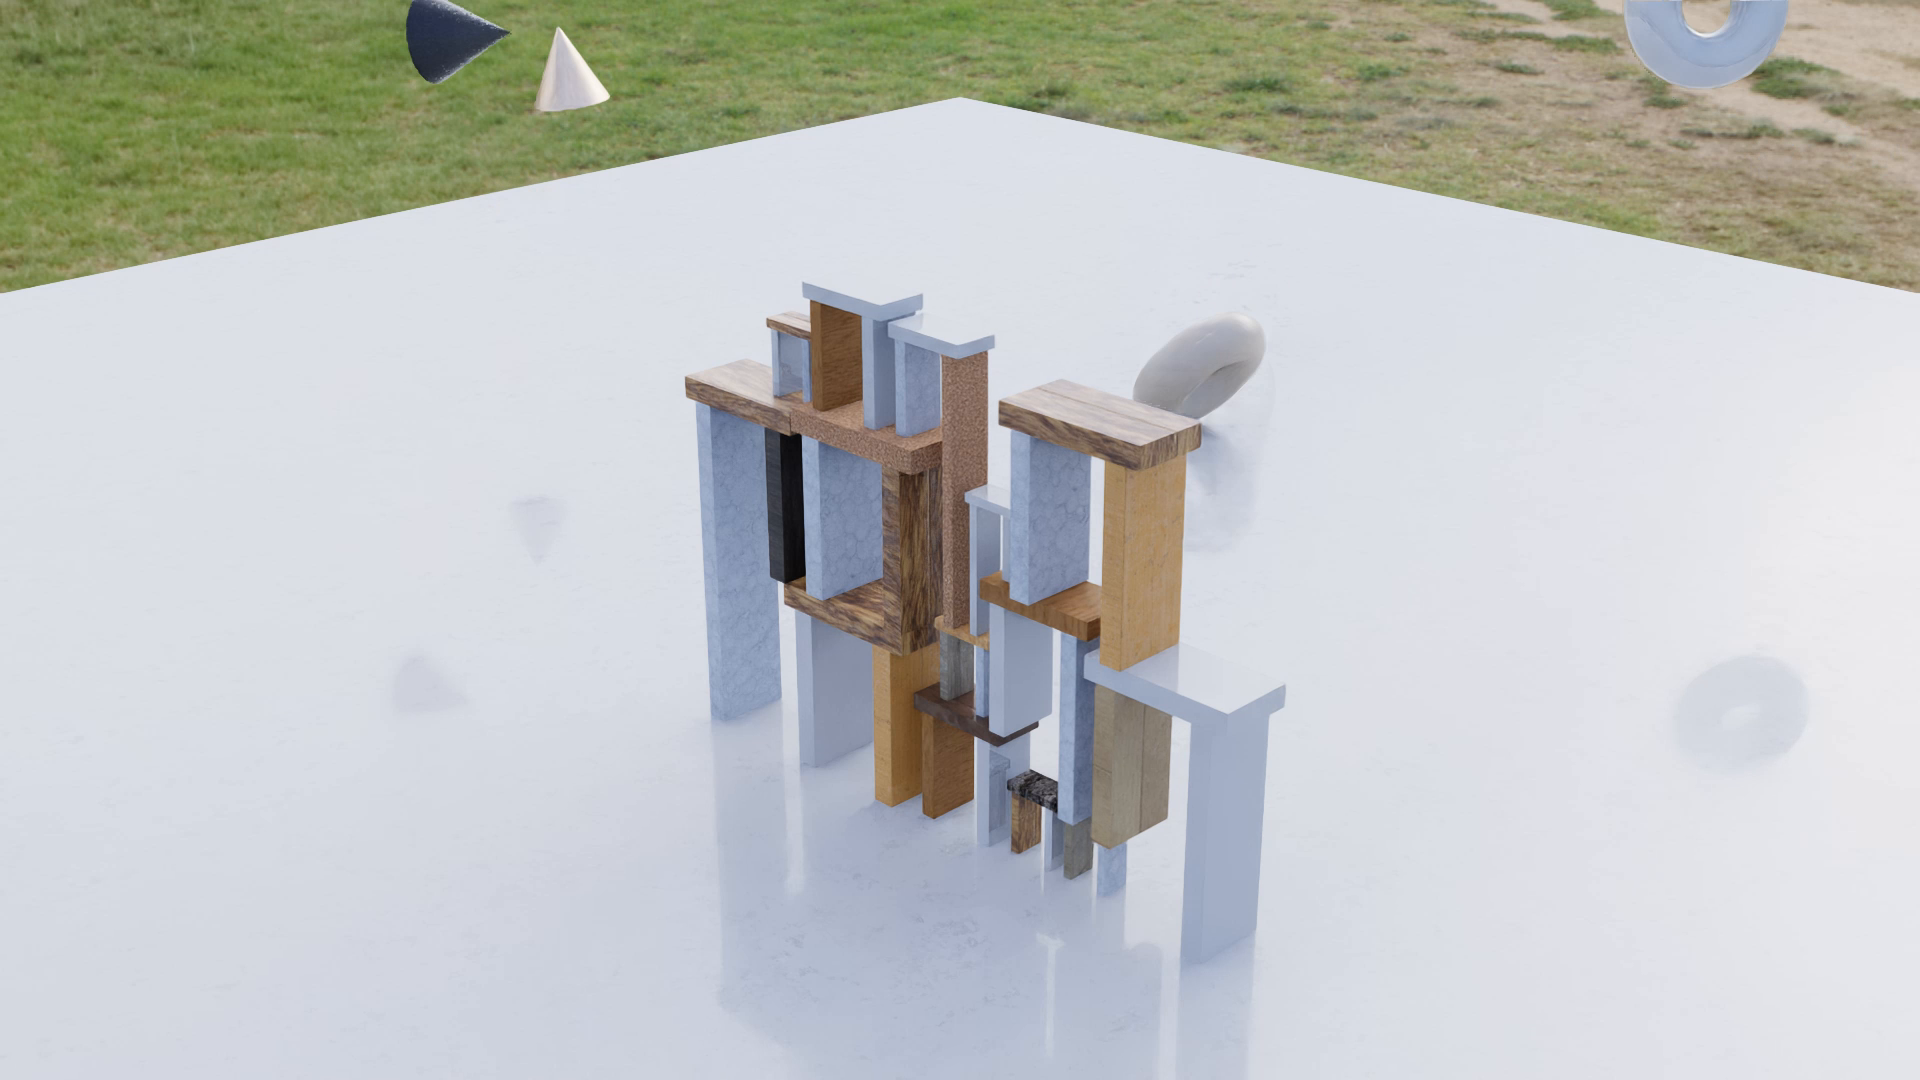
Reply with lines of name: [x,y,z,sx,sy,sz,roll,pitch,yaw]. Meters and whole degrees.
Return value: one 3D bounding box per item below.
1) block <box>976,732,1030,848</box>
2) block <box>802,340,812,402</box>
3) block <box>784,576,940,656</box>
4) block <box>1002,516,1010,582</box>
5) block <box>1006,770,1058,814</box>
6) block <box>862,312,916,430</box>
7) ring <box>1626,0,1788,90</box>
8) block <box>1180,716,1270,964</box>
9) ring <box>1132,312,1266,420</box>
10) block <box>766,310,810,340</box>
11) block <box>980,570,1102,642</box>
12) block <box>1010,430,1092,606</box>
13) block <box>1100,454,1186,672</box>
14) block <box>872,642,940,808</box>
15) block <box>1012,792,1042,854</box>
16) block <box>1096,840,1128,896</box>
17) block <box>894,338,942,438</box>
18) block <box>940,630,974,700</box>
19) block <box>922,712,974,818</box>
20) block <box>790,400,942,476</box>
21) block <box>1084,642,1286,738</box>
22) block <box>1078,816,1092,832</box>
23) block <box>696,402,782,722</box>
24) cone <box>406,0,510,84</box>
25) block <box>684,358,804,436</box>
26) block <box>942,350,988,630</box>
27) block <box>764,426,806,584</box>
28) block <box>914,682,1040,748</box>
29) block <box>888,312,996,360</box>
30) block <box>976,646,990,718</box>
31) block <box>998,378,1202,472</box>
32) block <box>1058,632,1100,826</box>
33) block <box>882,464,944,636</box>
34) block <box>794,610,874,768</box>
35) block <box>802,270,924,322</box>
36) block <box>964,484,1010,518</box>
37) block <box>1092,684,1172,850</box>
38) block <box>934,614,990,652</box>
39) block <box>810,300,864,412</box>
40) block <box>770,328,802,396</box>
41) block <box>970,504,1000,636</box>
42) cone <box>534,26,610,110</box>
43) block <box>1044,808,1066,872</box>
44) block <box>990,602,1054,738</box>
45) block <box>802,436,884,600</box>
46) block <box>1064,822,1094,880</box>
block: [0.086,0.478,4.336,0.033,0.232,0.116,21,31,41]
block: [-0.282,-0.341,4.389,0.020,0.139,0.070,21,31,41]
block: [-0.177,0.134,4.480,0.352,0.050,0.176,21,31,41]
block: [0.108,0.009,4.102,0.065,0.130,0.018,-22,31,-40]
block: [0.162,0.485,4.252,0.133,0.019,0.067,21,31,41]
block: [-0.135,-0.333,4.224,0.111,0.222,0.031,-21,31,-41]
ring: [1.901,-1.361,5.597,0.421,0.421,0.140,-2,12,-5]
block: [0.474,0.518,3.935,0.163,0.473,0.046,-21,31,-41]
ring: [0.699,-0.494,6.435,0.446,0.446,0.149,-19,66,-38]
block: [-0.315,-0.427,4.388,0.139,0.020,0.070,21,31,41]
block: [0.180,0.110,4.078,0.136,0.039,0.272,-22,31,-40]
block: [0.165,-0.062,4.010,0.165,0.330,0.047,-22,31,-40]
block: [0.322,0.026,3.877,0.047,0.387,0.165,21,31,40]
block: [-0.094,0.352,4.482,0.050,0.352,0.176,21,31,41]
block: [0.131,0.543,4.311,0.019,0.133,0.067,21,31,41]
block: [0.289,0.607,4.168,0.018,0.128,0.064,21,31,41]
block: [-0.079,-0.299,4.186,0.027,0.191,0.095,21,31,41]
block: [-0.006,0.236,4.335,0.074,0.149,0.021,-22,31,-40]
block: [-0.023,0.436,4.437,0.033,0.232,0.116,21,31,41]
block: [-0.153,-0.216,4.295,0.172,0.049,0.345,-21,31,-41]
block: [0.397,0.250,3.903,0.327,0.046,0.163,21,31,40]
block: [0.258,0.528,4.167,0.128,0.018,0.064,21,31,40]
block: [-0.474,0.032,4.747,0.047,0.733,0.166,21,31,41]
cone: [-1.282,-1.324,5.766,0.237,0.237,0.237,1,22,19]
block: [-0.396,-0.296,4.523,0.331,0.047,0.166,21,31,41]
block: [0.010,-0.097,4.171,0.095,0.551,0.027,-22,31,-40]
block: [-0.318,-0.092,4.525,0.166,0.331,0.047,-21,31,-41]
block: [0.031,0.335,4.335,0.116,0.033,0.232,-22,31,-40]
block: [-0.035,-0.382,4.101,0.095,0.027,0.191,-21,31,-39]
block: [0.064,0.264,4.271,0.021,0.149,0.074,22,31,41]
block: [0.244,-0.205,3.864,0.330,0.047,0.165,21,31,40]
block: [0.245,0.332,4.104,0.039,0.391,0.136,21,31,41]
block: [-0.071,-0.003,4.297,0.172,0.345,0.049,-21,31,-41]
block: [-0.260,0.287,4.634,0.050,0.352,0.176,21,31,41]
block: [-0.188,-0.470,4.223,0.111,0.031,0.222,-21,31,-40]
block: [0.078,-0.071,4.101,0.130,0.018,0.065,21,31,40]
block: [0.318,0.391,4.048,0.163,0.327,0.046,-21,31,-40]
block: [0.029,0.172,4.269,0.074,0.021,0.148,-22,31,-40]
block: [-0.240,-0.374,4.321,0.111,0.222,0.031,-21,31,-40]
block: [-0.347,-0.367,4.449,0.020,0.140,0.070,21,31,41]
block: [0.048,0.050,4.185,0.065,0.270,0.018,-21,31,-40]
cone: [-1.116,-1.346,6.209,0.217,0.217,0.217,-6,24,3]
block: [0.193,0.567,4.253,0.019,0.133,0.067,21,31,41]
block: [0.117,0.228,4.198,0.136,0.272,0.039,-22,31,-40]
block: [-0.234,-0.066,4.447,0.172,0.345,0.049,-21,31,-40]
block: [0.229,0.583,4.222,0.064,0.128,0.018,-21,32,-40]
